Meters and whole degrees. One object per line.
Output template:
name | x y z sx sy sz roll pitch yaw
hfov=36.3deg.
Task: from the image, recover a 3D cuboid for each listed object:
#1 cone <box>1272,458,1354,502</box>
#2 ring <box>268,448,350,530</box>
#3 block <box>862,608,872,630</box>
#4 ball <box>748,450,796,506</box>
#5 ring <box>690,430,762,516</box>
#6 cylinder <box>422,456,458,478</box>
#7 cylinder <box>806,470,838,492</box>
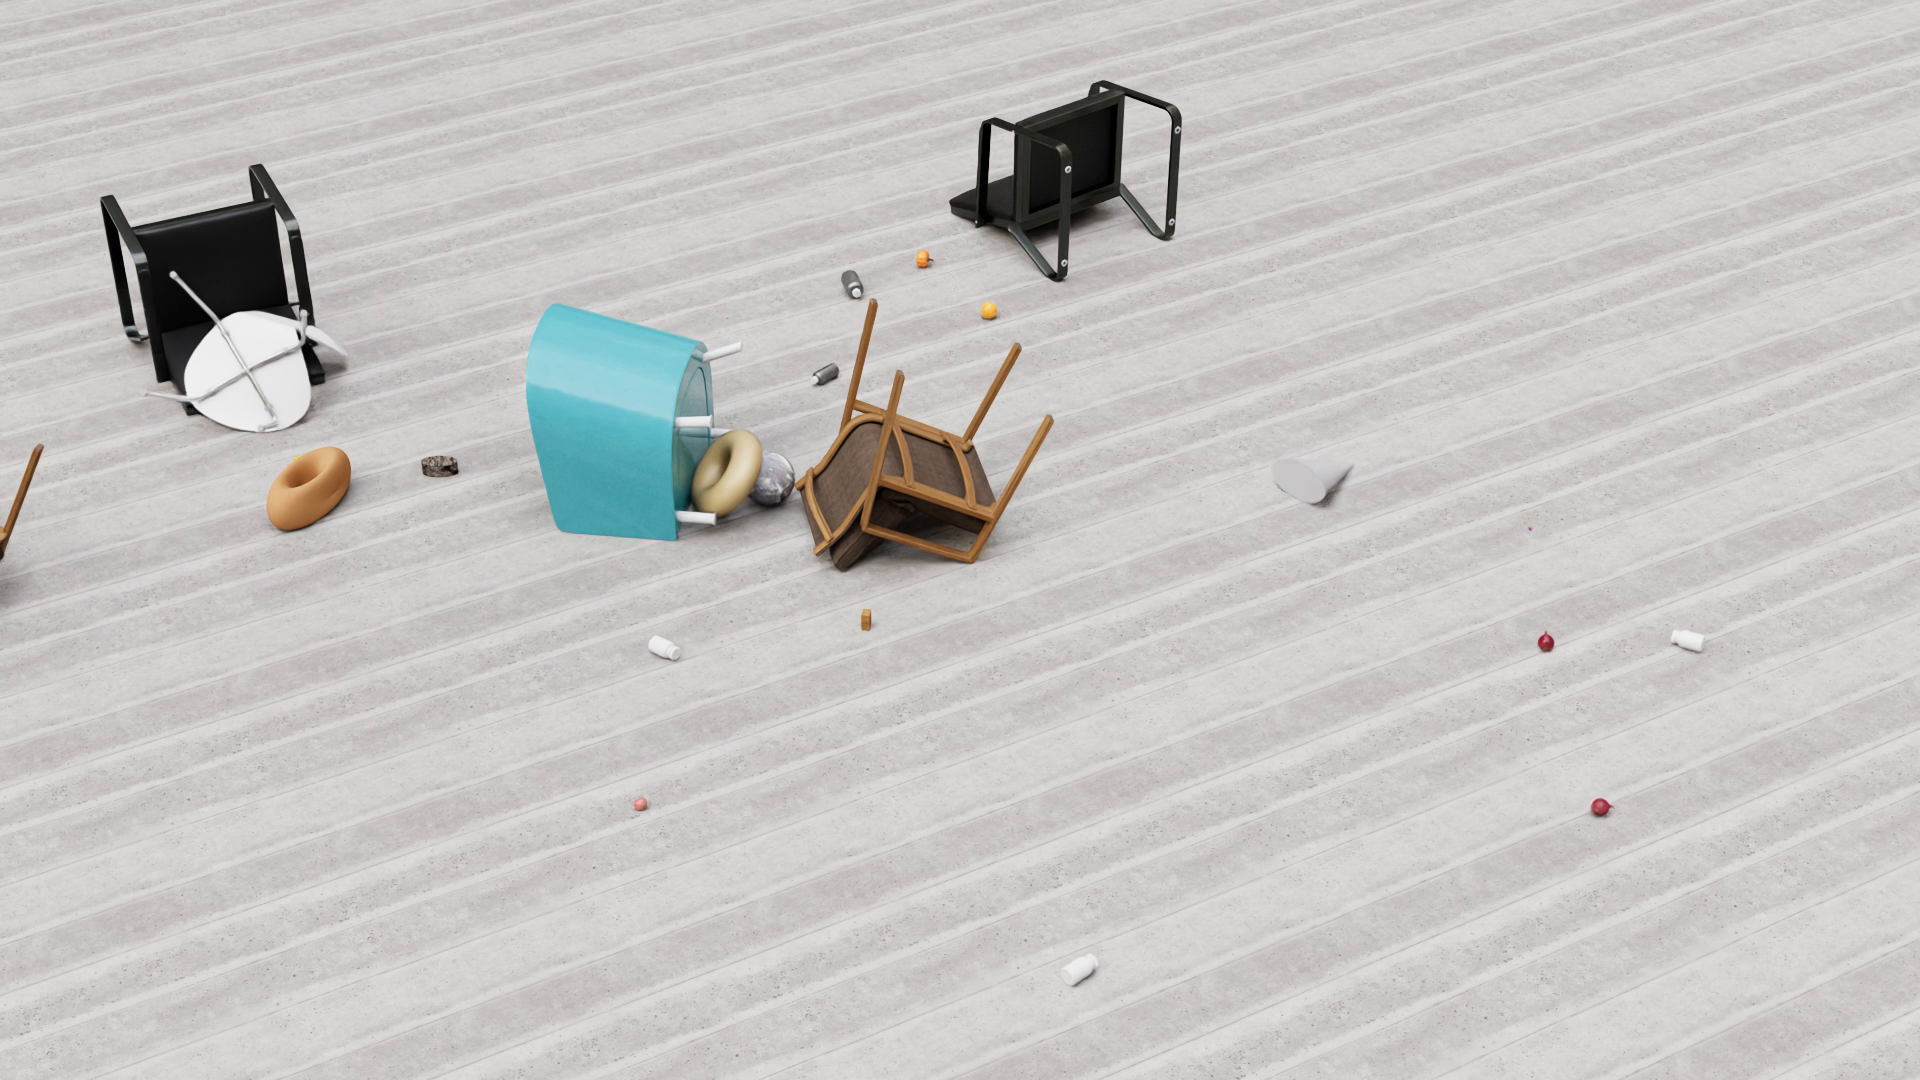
cone | 1.412 -0.260 11.275 0.346 0.143 0.268 -15 36 -42
ring | -2.463 -0.197 11.098 0.223 0.164 0.461 12 36 20
block | -0.334 0.285 10.455 0.029 0.064 0.045 5 34 7
ball | -0.727 -0.235 11.114 0.205 0.205 0.205 0 33 0
ring | -0.879 -0.252 11.039 0.115 0.361 0.451 30 -3 -25
cylinder | -2.010 -0.284 11.328 0.139 0.052 0.076 1 33 1
cylinder | -0.531 -0.226 11.240 0.103 0.053 0.071 -26 37 -34
